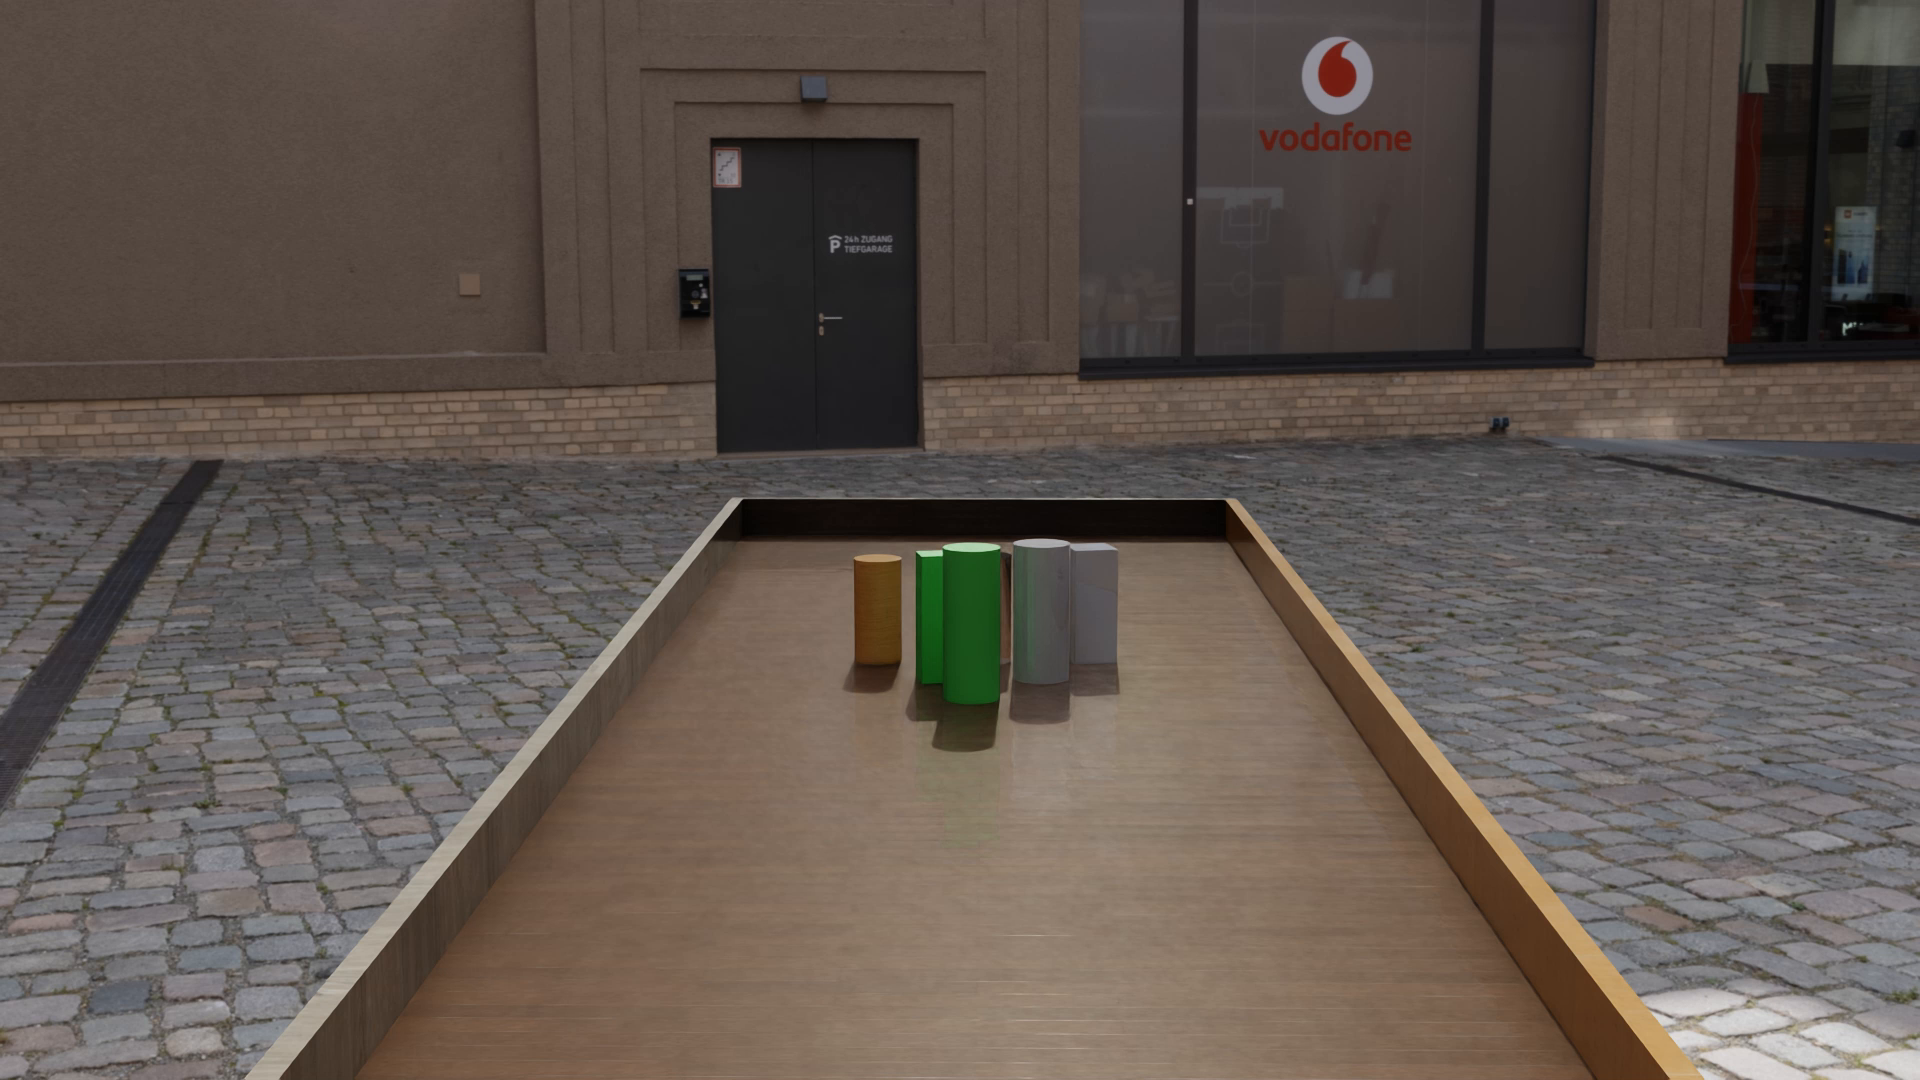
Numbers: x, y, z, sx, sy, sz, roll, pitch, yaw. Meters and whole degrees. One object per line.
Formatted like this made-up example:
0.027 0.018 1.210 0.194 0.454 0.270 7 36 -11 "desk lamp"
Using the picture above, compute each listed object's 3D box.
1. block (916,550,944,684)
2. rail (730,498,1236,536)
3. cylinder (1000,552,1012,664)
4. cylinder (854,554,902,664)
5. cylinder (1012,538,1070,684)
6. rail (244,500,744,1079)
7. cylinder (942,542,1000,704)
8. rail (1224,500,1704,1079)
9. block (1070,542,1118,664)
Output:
-0.070 0.223 6.404 0.101 0.374 0.101 -2 9 -11 "block"
0.099 -0.098 9.147 2.100 0.150 0.050 0 9 1 "rail"
0.090 0.206 6.669 0.131 0.325 0.131 0 9 0 "cylinder"
-0.249 0.210 6.682 0.144 0.314 0.144 0 9 0 "cylinder"
0.238 0.207 6.424 0.166 0.401 0.166 0 9 0 "cylinder"
-1.004 0.839 3.234 0.050 0.150 12.000 0 9 1 "rail"
0.033 0.232 6.168 0.162 0.430 0.162 0 9 0 "cylinder"
1.046 0.843 3.208 0.050 0.150 12.000 0 9 1 "rail"
0.397 0.192 6.688 0.132 0.347 0.132 -2 9 -13 "block"
